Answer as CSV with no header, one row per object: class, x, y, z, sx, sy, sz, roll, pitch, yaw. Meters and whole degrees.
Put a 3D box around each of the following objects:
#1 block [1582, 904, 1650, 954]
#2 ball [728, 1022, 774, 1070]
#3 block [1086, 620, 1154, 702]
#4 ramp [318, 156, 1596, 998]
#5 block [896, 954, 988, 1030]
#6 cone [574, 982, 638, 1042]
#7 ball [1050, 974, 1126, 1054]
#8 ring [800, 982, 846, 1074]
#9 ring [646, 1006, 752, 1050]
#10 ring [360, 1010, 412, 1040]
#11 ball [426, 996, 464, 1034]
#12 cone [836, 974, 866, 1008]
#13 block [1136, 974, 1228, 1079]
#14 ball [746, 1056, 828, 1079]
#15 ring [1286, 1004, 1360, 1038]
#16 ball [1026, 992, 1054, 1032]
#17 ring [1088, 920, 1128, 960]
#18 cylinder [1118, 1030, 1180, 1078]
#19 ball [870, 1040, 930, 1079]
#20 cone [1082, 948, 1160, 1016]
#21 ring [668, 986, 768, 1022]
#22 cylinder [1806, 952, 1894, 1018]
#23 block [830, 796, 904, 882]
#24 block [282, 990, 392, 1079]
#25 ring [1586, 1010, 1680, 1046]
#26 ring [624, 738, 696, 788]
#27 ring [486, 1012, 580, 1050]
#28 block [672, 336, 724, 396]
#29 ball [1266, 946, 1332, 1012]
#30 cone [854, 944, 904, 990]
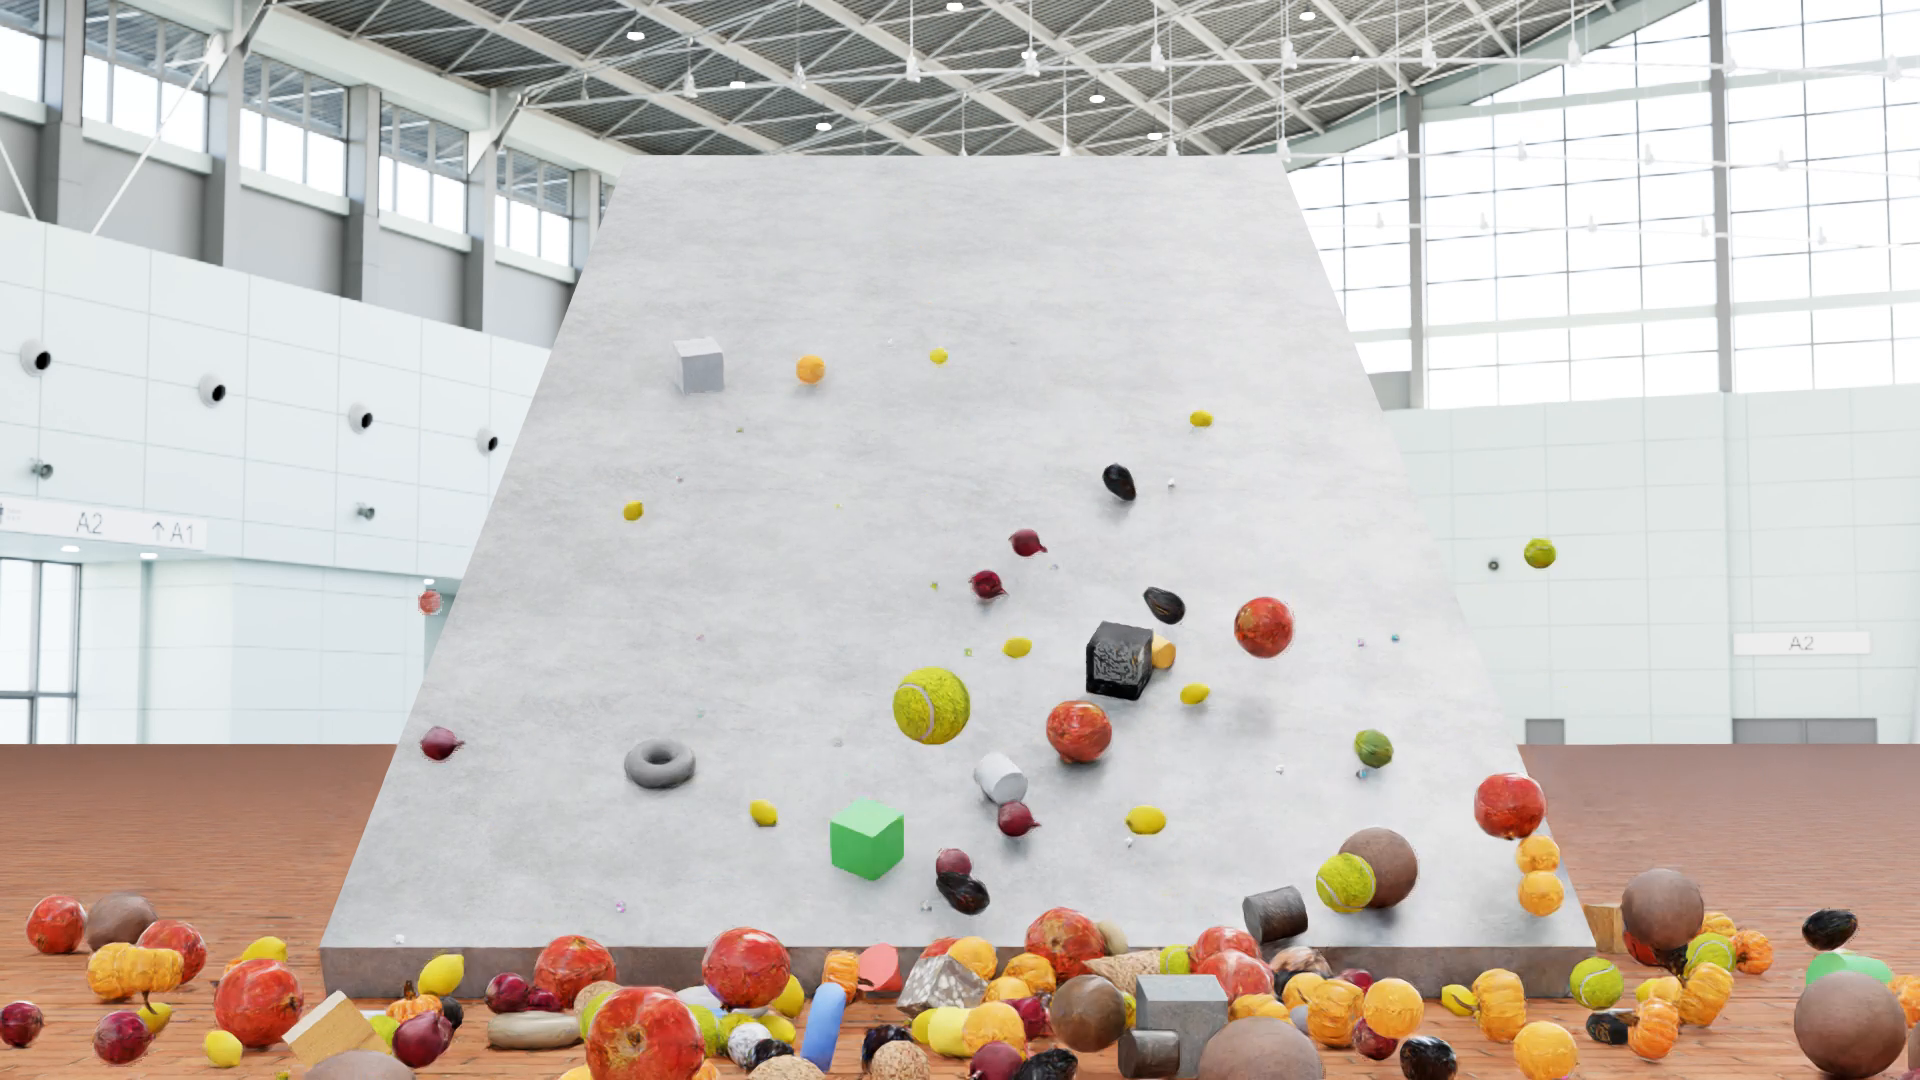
block,1.271,0.752,4.595,0.087,0.087,0.087,2,-5,-26
ball,-0.261,0.630,2.955,0.057,0.057,0.057,0,-5,0
block,0.297,0.225,4.411,0.099,0.099,0.099,9,28,17
ramp,-0.011,-0.226,5.515,2.000,0.100,4.000,0,27,0
block,-0.025,0.624,3.252,0.076,0.076,0.076,39,-34,-20
cone,-0.497,0.665,3.261,0.088,0.088,0.088,2,-32,-22
ball,0.157,0.580,2.904,0.095,0.095,0.095,0,-5,0
ring,-0.167,0.596,2.882,0.039,0.116,0.116,13,-5,1
ring,-0.346,0.652,3.164,0.145,0.048,0.145,3,-7,0
ring,-0.807,0.667,3.260,0.104,0.035,0.104,1,-5,0
ball,-0.718,0.662,3.304,0.052,0.052,0.052,0,-5,0
cone,-0.172,0.675,3.478,0.052,0.052,0.052,-3,33,33
block,0.271,0.596,2.910,0.098,0.098,0.098,0,8,-4
ball,-0.173,0.563,2.369,0.094,0.094,0.094,0,-5,0
ring,0.506,0.671,3.307,0.103,0.034,0.103,-1,-1,0
ball,0.120,0.663,3.327,0.055,0.055,0.055,0,-5,0
ring,0.219,0.606,3.505,0.030,0.090,0.090,-6,-1,-27
cylinder,0.223,0.609,2.807,0.057,0.057,0.057,6,-6,-20
ball,-0.068,0.603,2.693,0.069,0.069,0.069,0,-5,0
cone,0.213,0.596,3.269,0.097,0.097,0.097,19,-8,-7
ring,-0.347,0.670,3.396,0.144,0.048,0.144,0,0,0
cylinder,1.294,0.647,3.449,0.086,0.086,0.086,11,-9,-26
block,-0.152,0.491,3.899,0.087,0.087,0.087,17,32,30
block,-0.724,0.585,2.754,0.082,0.082,0.082,-40,10,-19
ring,0.911,0.661,3.213,0.122,0.041,0.122,1,-6,0
ring,-0.524,0.390,4.146,0.126,0.042,0.126,1,28,0
ring,-0.572,0.658,3.179,0.123,0.041,0.123,1,-5,0
block,-0.625,-0.416,5.663,0.099,0.099,0.099,-9,28,-17
ball,0.507,0.658,3.543,0.100,0.100,0.100,0,-5,0
cone,-0.103,0.643,3.472,0.077,0.077,0.077,-4,-38,37
